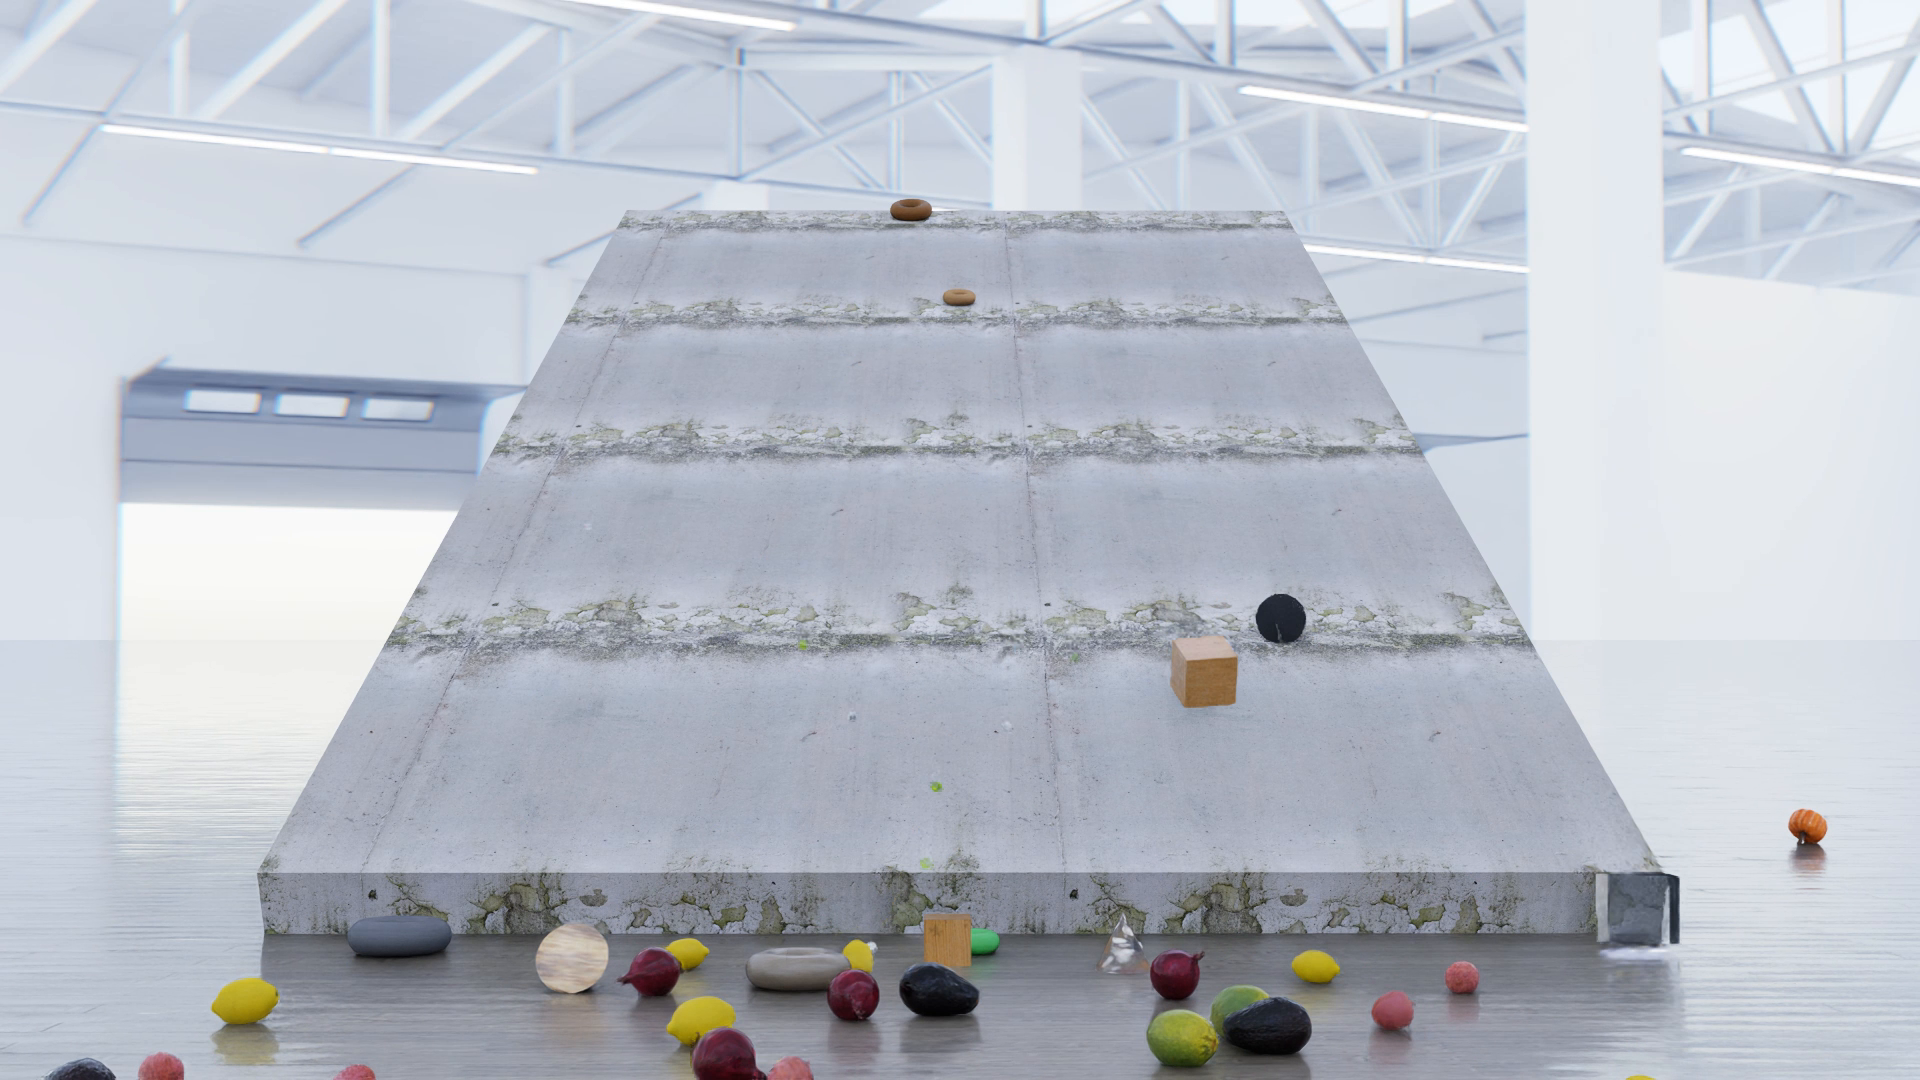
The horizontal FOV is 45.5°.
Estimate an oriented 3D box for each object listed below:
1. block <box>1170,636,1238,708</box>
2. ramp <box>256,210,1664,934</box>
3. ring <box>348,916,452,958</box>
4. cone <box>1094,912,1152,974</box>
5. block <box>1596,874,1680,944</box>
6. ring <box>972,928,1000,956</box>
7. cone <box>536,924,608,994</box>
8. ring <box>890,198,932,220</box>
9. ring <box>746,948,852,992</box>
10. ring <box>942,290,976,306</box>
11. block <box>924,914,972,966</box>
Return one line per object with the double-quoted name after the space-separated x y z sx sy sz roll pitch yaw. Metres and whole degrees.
0.403 0.217 3.784 0.087 0.087 0.087 -4 22 -10 "block"
-0.006 -0.219 5.134 2.000 0.100 4.000 0 22 0 "ramp"
-0.757 0.535 3.098 0.137 0.046 0.137 0 -4 0 "ring"
0.210 0.514 2.943 0.074 0.074 0.074 0 -2 0 "cone"
0.934 0.508 3.158 0.093 0.093 0.093 0 -9 4 "block"
0.010 0.543 3.097 0.087 0.029 0.087 -1 -2 0 "ring"
-0.465 0.526 2.804 0.088 0.088 0.088 0 -29 5 "cone"
-0.147 -0.992 6.887 0.128 0.043 0.128 -1 26 0 "ring"
-0.198 0.525 2.801 0.129 0.043 0.129 1 -3 0 "ring"
-0.002 -0.637 6.013 0.088 0.029 0.088 1 21 0 "ring"
-0.016 0.523 2.999 0.060 0.060 0.060 0 -2 -1 "block"
